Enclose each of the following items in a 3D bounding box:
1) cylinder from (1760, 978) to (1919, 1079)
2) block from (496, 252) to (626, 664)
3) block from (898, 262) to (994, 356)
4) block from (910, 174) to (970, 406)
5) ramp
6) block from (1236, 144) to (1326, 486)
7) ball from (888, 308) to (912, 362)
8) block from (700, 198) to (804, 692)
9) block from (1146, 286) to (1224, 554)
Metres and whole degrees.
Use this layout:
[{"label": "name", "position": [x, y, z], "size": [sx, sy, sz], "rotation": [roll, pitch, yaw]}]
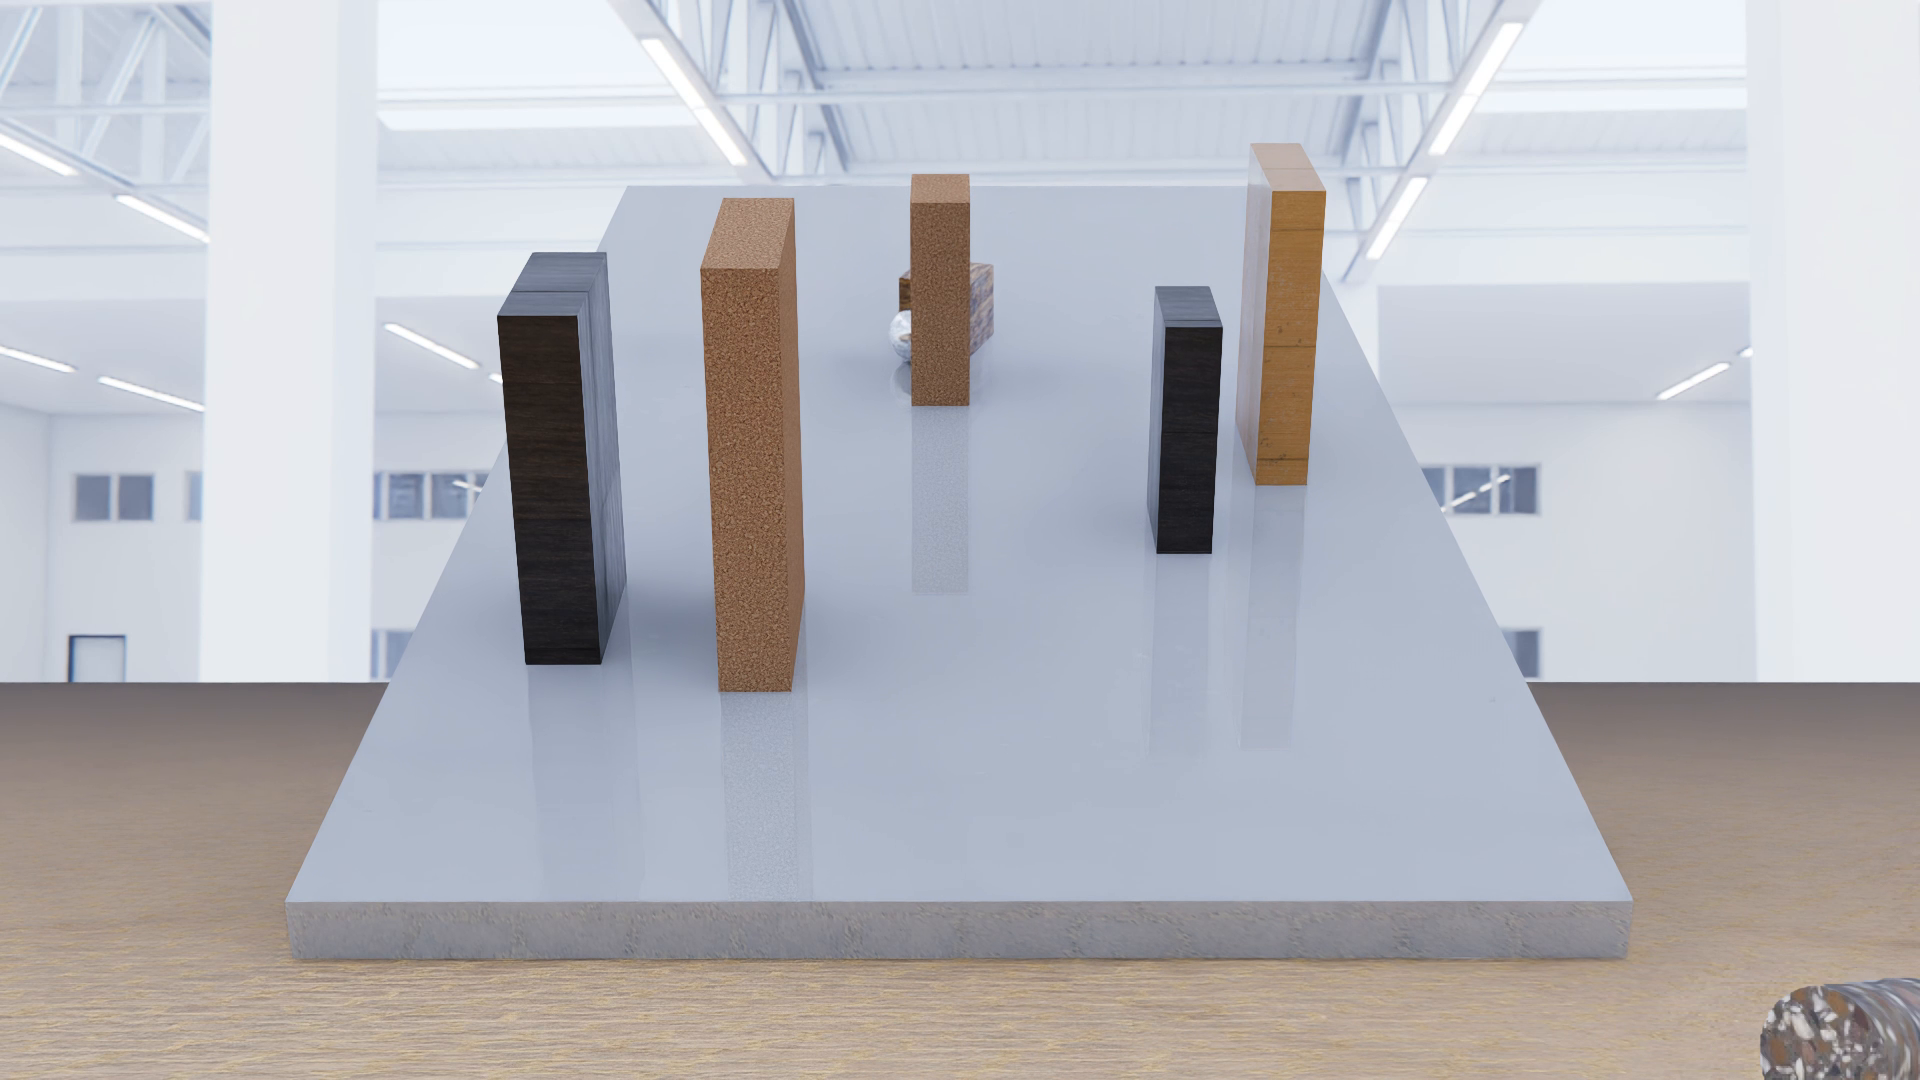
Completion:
[{"label": "cylinder", "position": [0.846, 0.481, 2.165], "size": [0.137, 0.137, 0.137], "rotation": [3, -4, -34]}, {"label": "block", "position": [-0.708, -0.150, 4.183], "size": [0.135, 0.654, 0.364], "rotation": [0, 24, 0]}, {"label": "block", "position": [-0.032, -0.575, 5.731], "size": [0.182, 0.182, 0.182], "rotation": [8, 25, 18]}, {"label": "block", "position": [-0.045, -0.579, 5.370], "size": [0.134, 0.481, 0.247], "rotation": [0, 24, 0]}, {"label": "ramp", "position": [-0.008, -0.228, 5.295], "size": [2.000, 0.100, 4.000], "rotation": [0, 24, 0]}, {"label": "block", "position": [0.680, -0.486, 4.969], "size": [0.109, 0.639, 0.386], "rotation": [0, 24, 0]}, {"label": "ball", "position": [-0.108, -0.495, 5.613], "size": [0.131, 0.131, 0.131], "rotation": [0, -3, 0]}, {"label": "block", "position": [-0.358, -0.172, 4.093], "size": [0.126, 0.768, 0.423], "rotation": [0, 24, 0]}, {"label": "block", "position": [0.443, -0.240, 4.618], "size": [0.109, 0.471, 0.255], "rotation": [0, 24, 0]}]
